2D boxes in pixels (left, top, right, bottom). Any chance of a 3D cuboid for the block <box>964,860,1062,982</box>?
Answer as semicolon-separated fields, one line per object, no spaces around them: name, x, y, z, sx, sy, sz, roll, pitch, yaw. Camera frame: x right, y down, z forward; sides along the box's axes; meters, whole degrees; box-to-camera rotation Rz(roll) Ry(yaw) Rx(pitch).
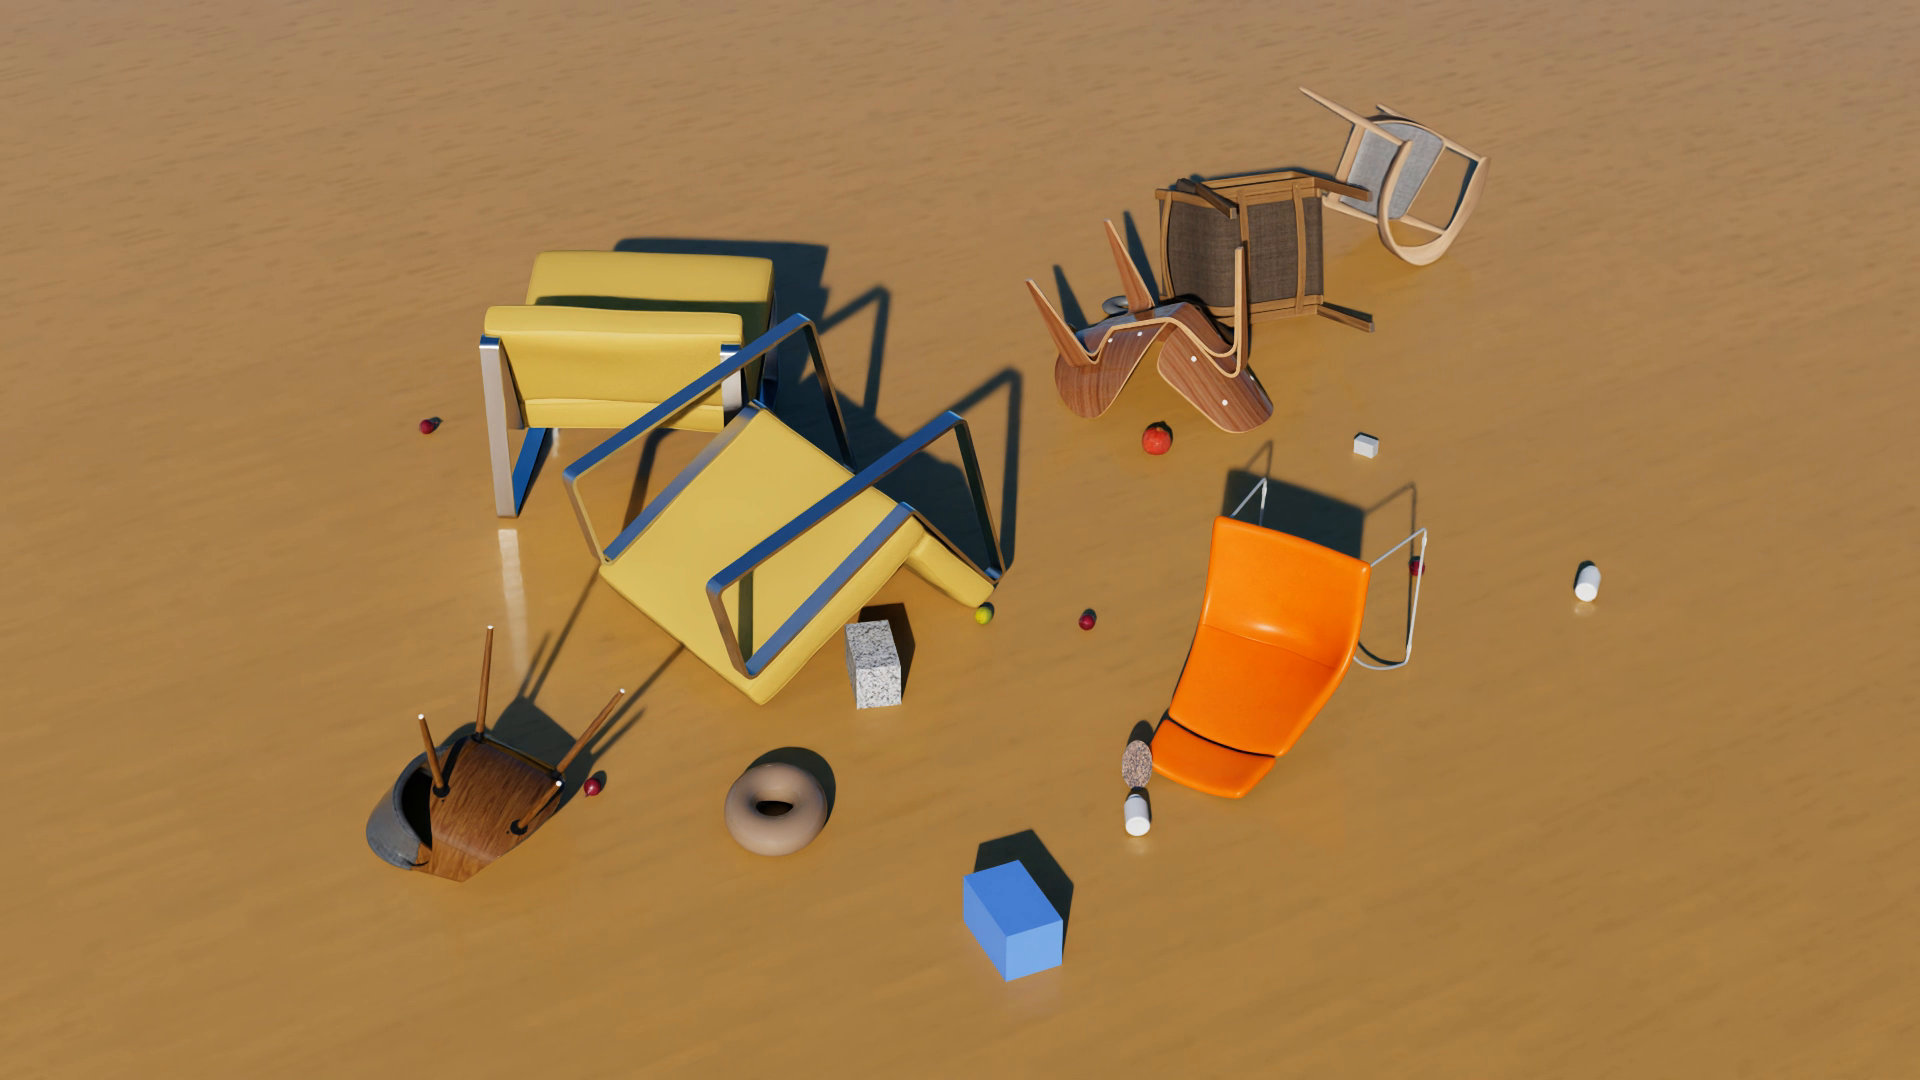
block;0.161;1.168;9.009;0.189;0.179;0.311;-14;36;-20

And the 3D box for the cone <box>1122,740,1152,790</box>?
cone;0.575;0.737;9.759;0.104;0.167;0.156;0;5;-7

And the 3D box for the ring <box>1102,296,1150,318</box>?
ring;0.702;-0.984;12.403;0.204;0.039;0.158;4;34;5

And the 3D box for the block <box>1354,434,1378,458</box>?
block;1.586;-0.365;11.448;0.082;0.056;0.046;22;39;29

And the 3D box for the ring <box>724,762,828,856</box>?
ring;-0.598;0.872;9.511;0.337;0.124;0.427;-3;33;-2

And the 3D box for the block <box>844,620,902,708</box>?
block;-0.302;0.429;10.142;0.153;0.166;0.275;-6;34;-9

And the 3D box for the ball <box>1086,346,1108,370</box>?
ball;0.559;-0.743;11.986;0.095;0.095;0.095;0;33;0
